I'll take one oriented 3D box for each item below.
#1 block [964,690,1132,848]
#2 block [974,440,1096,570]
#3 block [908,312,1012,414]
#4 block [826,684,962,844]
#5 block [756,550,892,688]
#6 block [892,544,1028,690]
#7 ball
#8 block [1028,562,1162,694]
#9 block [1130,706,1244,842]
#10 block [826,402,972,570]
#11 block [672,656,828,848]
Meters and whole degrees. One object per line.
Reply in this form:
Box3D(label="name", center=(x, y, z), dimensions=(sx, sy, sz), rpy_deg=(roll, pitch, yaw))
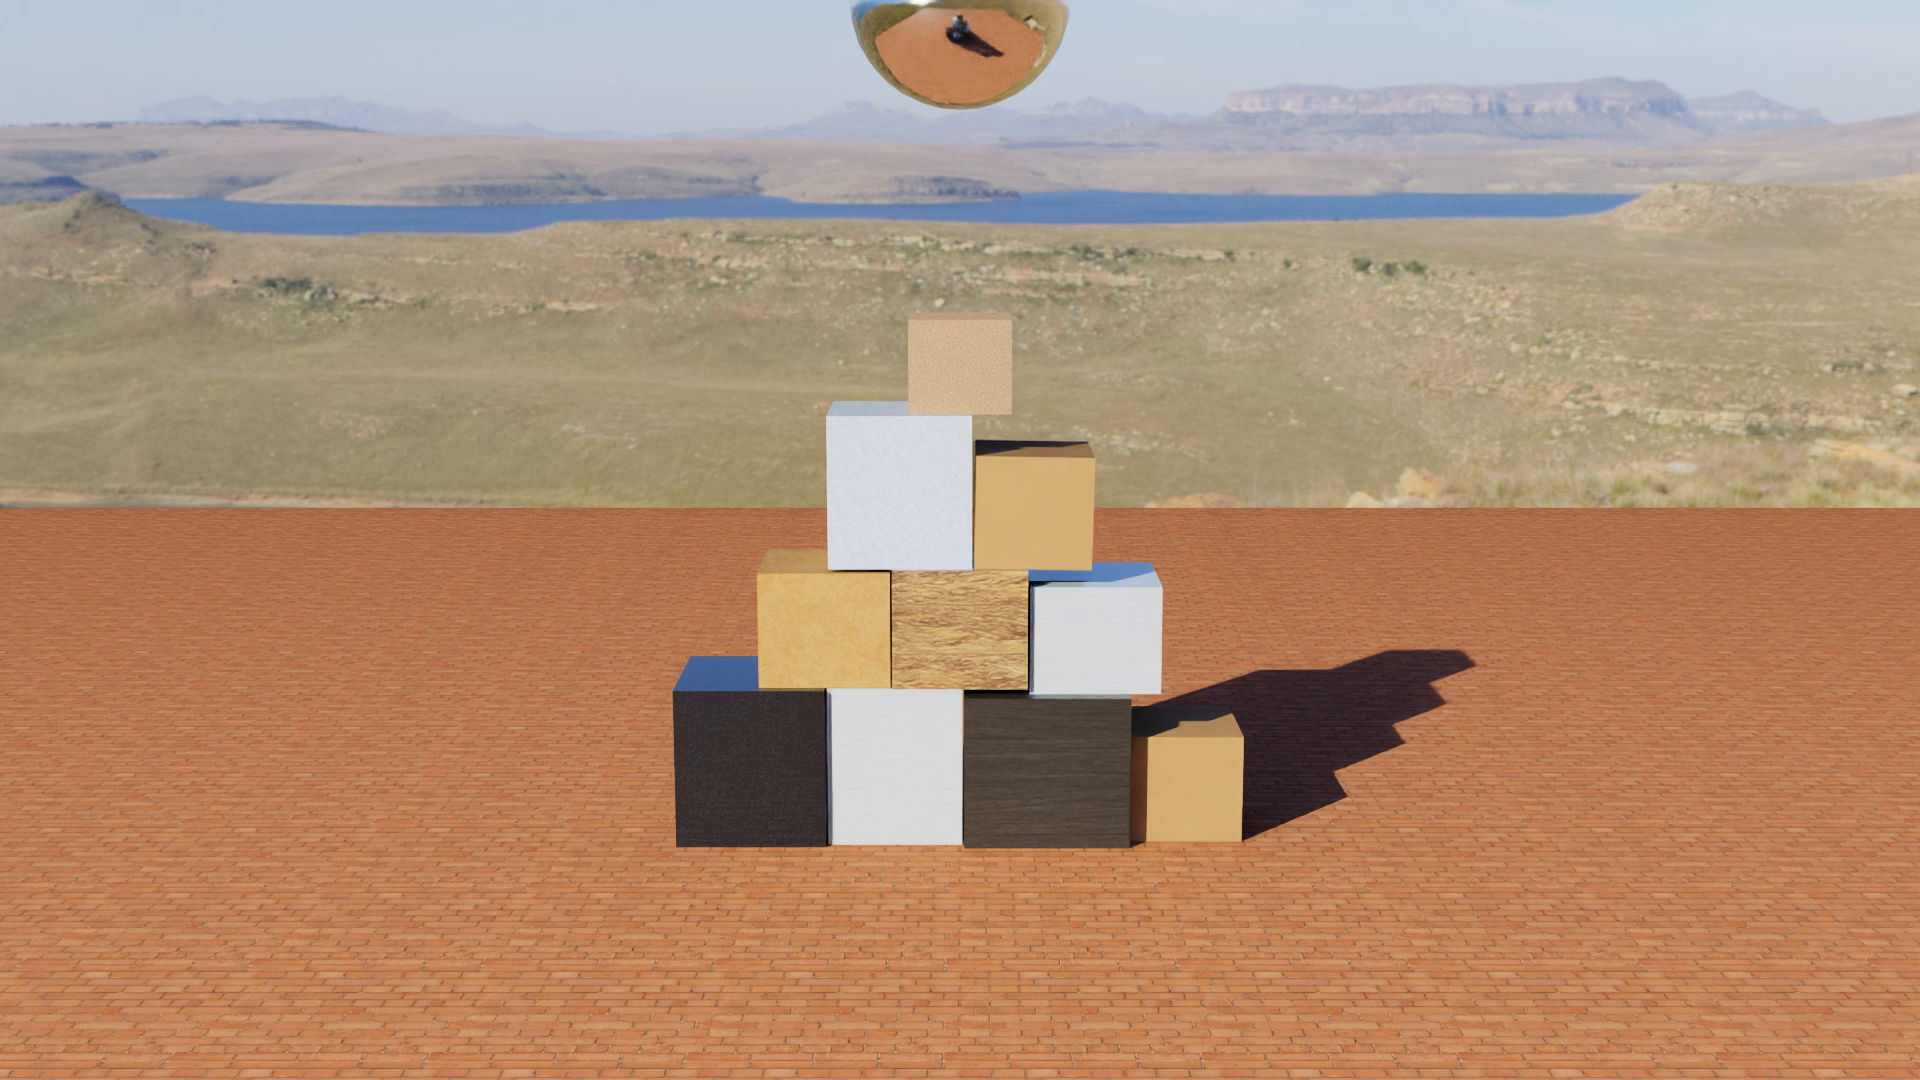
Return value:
Box3D(label="block", center=(0.436, 1.093, 11.393), dimensions=(0.830, 0.774, 0.851), rpy_deg=(0, 10, 0))
Box3D(label="block", center=(0.367, -0.184, 11.141), dimensions=(0.585, 0.562, 0.602), rpy_deg=(1, 10, 0))
Box3D(label="block", center=(0.000, -0.890, 11.030), dimensions=(0.508, 0.464, 0.478), rpy_deg=(0, 10, 0))
Box3D(label="block", center=(-0.326, 1.079, 11.373), dimensions=(0.676, 0.807, 0.695), rpy_deg=(0, 10, 0))
Box3D(label="block", center=(-0.676, 0.394, 11.261), dimensions=(0.658, 0.580, 0.659), rpy_deg=(0, 10, 0))
Box3D(label="block", center=(0.000, 0.384, 11.266), dimensions=(0.675, 0.600, 0.737), rpy_deg=(0, 10, 0))
Box3D(label="ball", center=(0.000, -3.884, 15.714), dimensions=(1.600, 1.600, 1.600), rpy_deg=(0, 10, 0))
Box3D(label="block", center=(0.676, 0.444, 11.276), dimensions=(0.658, 0.544, 0.655), rpy_deg=(0, 10, 0))
Box3D(label="block", center=(1.144, 1.205, 11.409), dimensions=(0.566, 0.547, 0.620), rpy_deg=(0, 10, 0))
Box3D(label="block", center=(-0.297, -0.286, 11.136), dimensions=(0.713, 0.763, 0.631), rpy_deg=(0, 10, 0))
Box3D(label="block", center=(-1.051, 1.081, 11.359), dimensions=(0.753, 0.808, 0.748), rpy_deg=(0, 10, 0))
